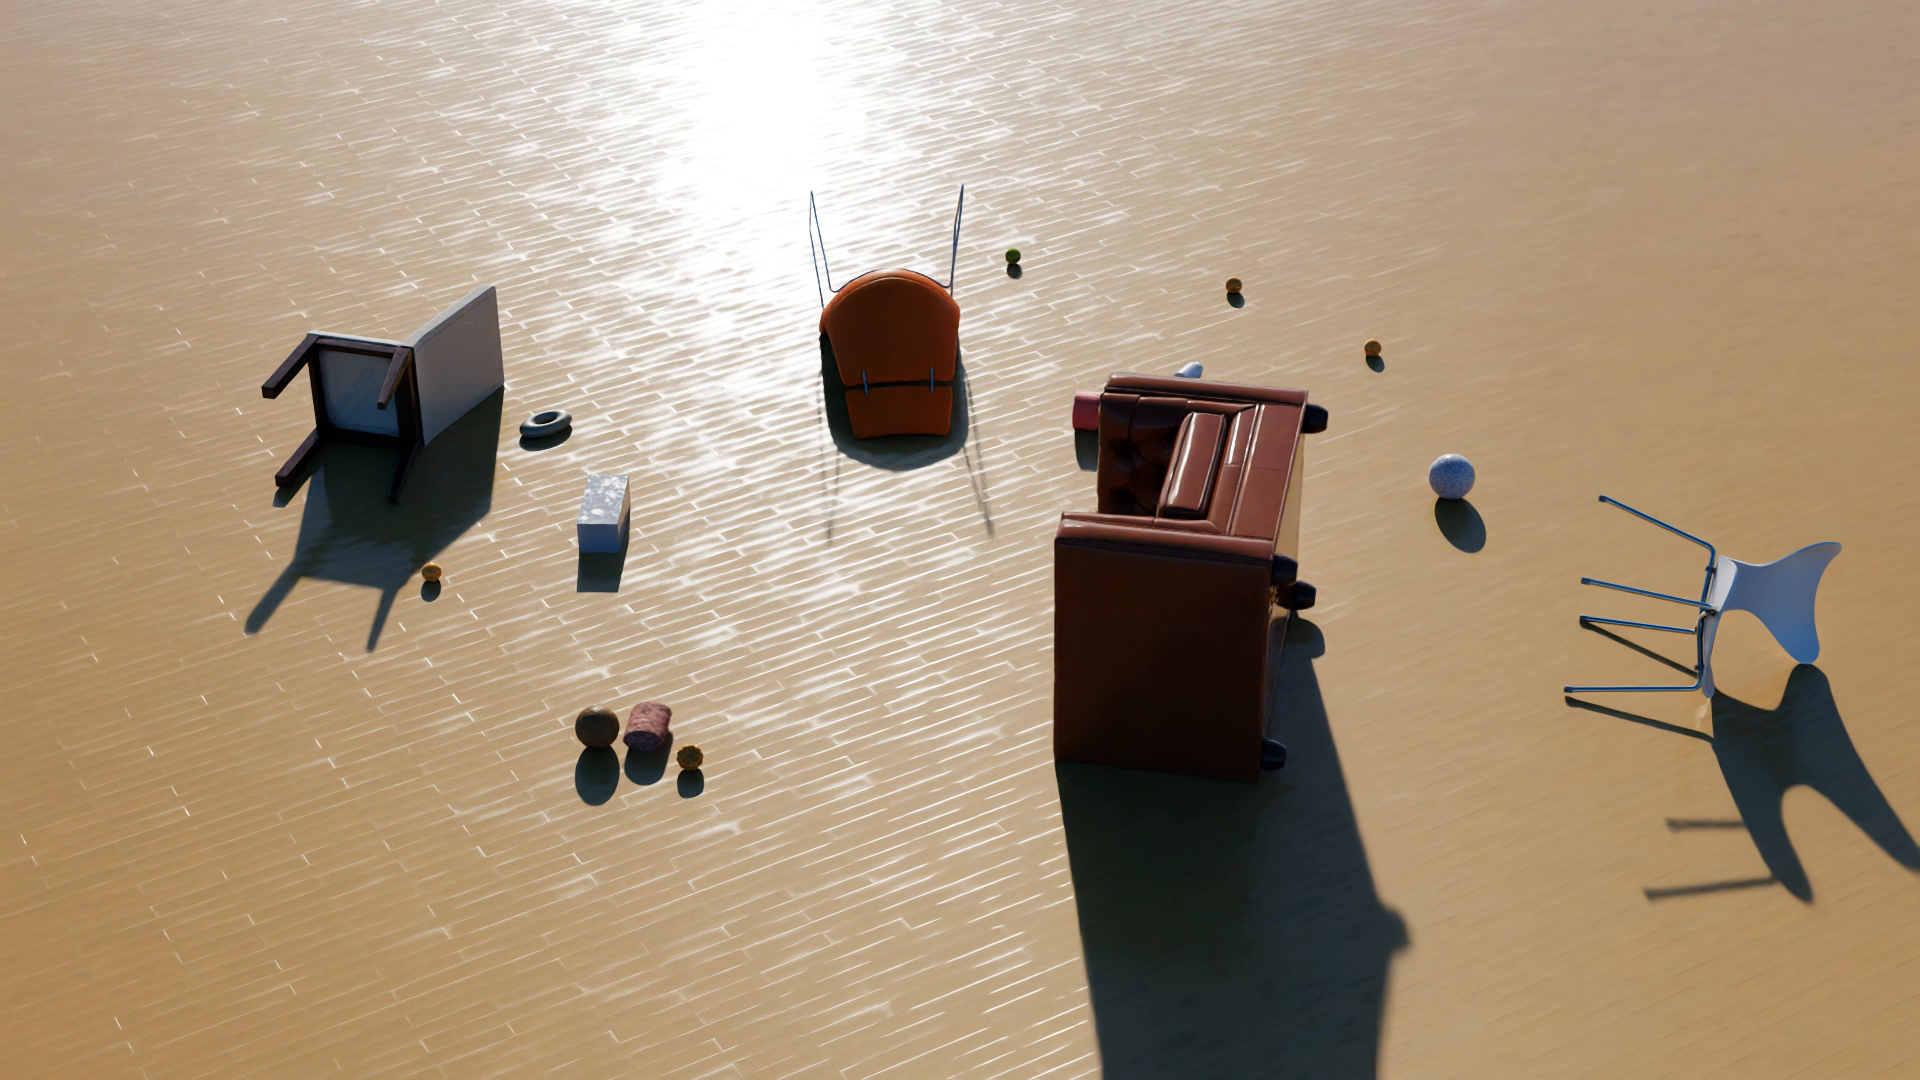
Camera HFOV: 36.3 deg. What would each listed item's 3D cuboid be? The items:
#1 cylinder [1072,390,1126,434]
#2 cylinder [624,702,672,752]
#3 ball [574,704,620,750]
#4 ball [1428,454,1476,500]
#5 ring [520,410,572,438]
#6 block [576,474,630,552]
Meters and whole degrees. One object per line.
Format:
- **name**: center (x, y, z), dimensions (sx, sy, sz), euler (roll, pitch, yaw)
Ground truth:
- **cylinder**: center (0.552, -0.508, 11.577), dimensions (0.190, 0.152, 0.158), euler (7, 21, 11)
- **cylinder**: center (-1.055, 0.630, 9.908), dimensions (0.138, 0.088, 0.163), euler (1, 33, 6)
- **ball**: center (-1.219, 0.629, 9.854), dimensions (0.150, 0.150, 0.150), euler (0, 33, 0)
- **ball**: center (1.871, -0.241, 11.149), dimensions (0.177, 0.177, 0.177), euler (0, 33, 0)
- **ring**: center (-1.638, -0.460, 11.596), dimensions (0.226, 0.052, 0.131), euler (-21, 40, -28)
- **block**: center (-1.333, -0.100, 10.982), dimensions (0.152, 0.126, 0.340), euler (1, 33, 1)
